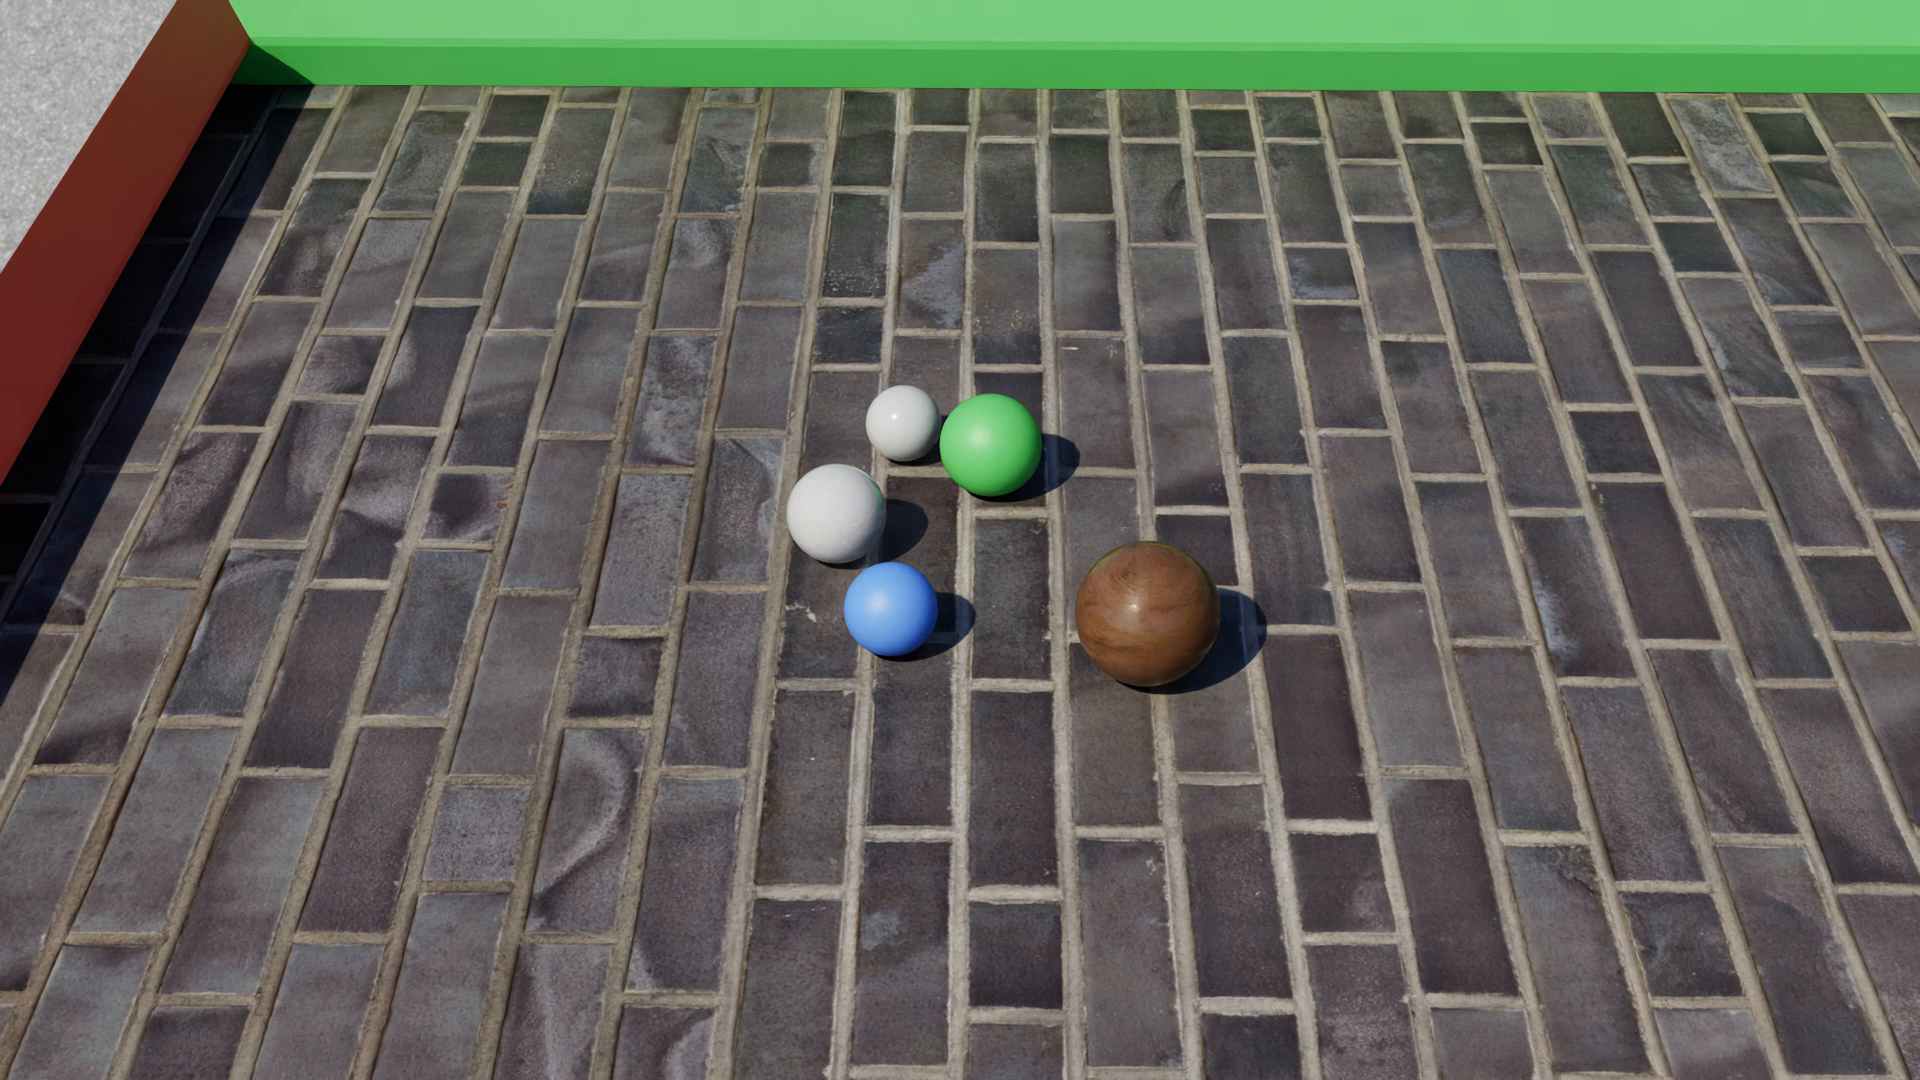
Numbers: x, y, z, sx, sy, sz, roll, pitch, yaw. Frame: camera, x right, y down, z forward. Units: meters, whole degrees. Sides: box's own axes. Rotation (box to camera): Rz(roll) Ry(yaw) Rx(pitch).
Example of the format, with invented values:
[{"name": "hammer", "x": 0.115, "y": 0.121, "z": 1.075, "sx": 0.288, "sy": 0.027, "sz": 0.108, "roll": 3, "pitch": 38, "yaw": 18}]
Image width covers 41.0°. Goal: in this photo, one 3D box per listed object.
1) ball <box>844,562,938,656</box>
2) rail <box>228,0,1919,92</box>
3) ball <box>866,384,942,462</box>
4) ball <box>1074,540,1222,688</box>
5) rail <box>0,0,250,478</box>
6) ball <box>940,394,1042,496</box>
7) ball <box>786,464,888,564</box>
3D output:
[{"name": "ball", "x": -0.047, "y": 0.047, "z": 1.747, "sx": 0.065, "sy": 0.065, "sz": 0.065, "roll": 0, "pitch": 35, "yaw": 0}, {"name": "rail", "x": 0.737, "y": -0.474, "z": 2.428, "sx": 2.907, "sy": 0.128, "sz": 0.045, "roll": 0, "pitch": 35, "yaw": 1}, {"name": "ball", "x": -0.043, "y": -0.088, "z": 1.945, "sx": 0.058, "sy": 0.058, "sz": 0.058, "roll": 0, "pitch": 35, "yaw": 0}, {"name": "ball", "x": 0.126, "y": 0.049, "z": 1.715, "sx": 0.098, "sy": 0.098, "sz": 0.098, "roll": 0, "pitch": 35, "yaw": 0}, {"name": "rail", "x": -0.703, "y": -0.028, "z": 1.797, "sx": 0.045, "sy": 0.128, "sz": 1.629, "roll": 0, "pitch": 35, "yaw": 1}, {"name": "ball", "x": 0.023, "y": -0.070, "z": 1.904, "sx": 0.077, "sy": 0.077, "sz": 0.077, "roll": 0, "pitch": 35, "yaw": 0}, {"name": "ball", "x": -0.088, "y": -0.019, "z": 1.834, "sx": 0.072, "sy": 0.072, "sz": 0.072, "roll": 0, "pitch": 35, "yaw": 0}]
